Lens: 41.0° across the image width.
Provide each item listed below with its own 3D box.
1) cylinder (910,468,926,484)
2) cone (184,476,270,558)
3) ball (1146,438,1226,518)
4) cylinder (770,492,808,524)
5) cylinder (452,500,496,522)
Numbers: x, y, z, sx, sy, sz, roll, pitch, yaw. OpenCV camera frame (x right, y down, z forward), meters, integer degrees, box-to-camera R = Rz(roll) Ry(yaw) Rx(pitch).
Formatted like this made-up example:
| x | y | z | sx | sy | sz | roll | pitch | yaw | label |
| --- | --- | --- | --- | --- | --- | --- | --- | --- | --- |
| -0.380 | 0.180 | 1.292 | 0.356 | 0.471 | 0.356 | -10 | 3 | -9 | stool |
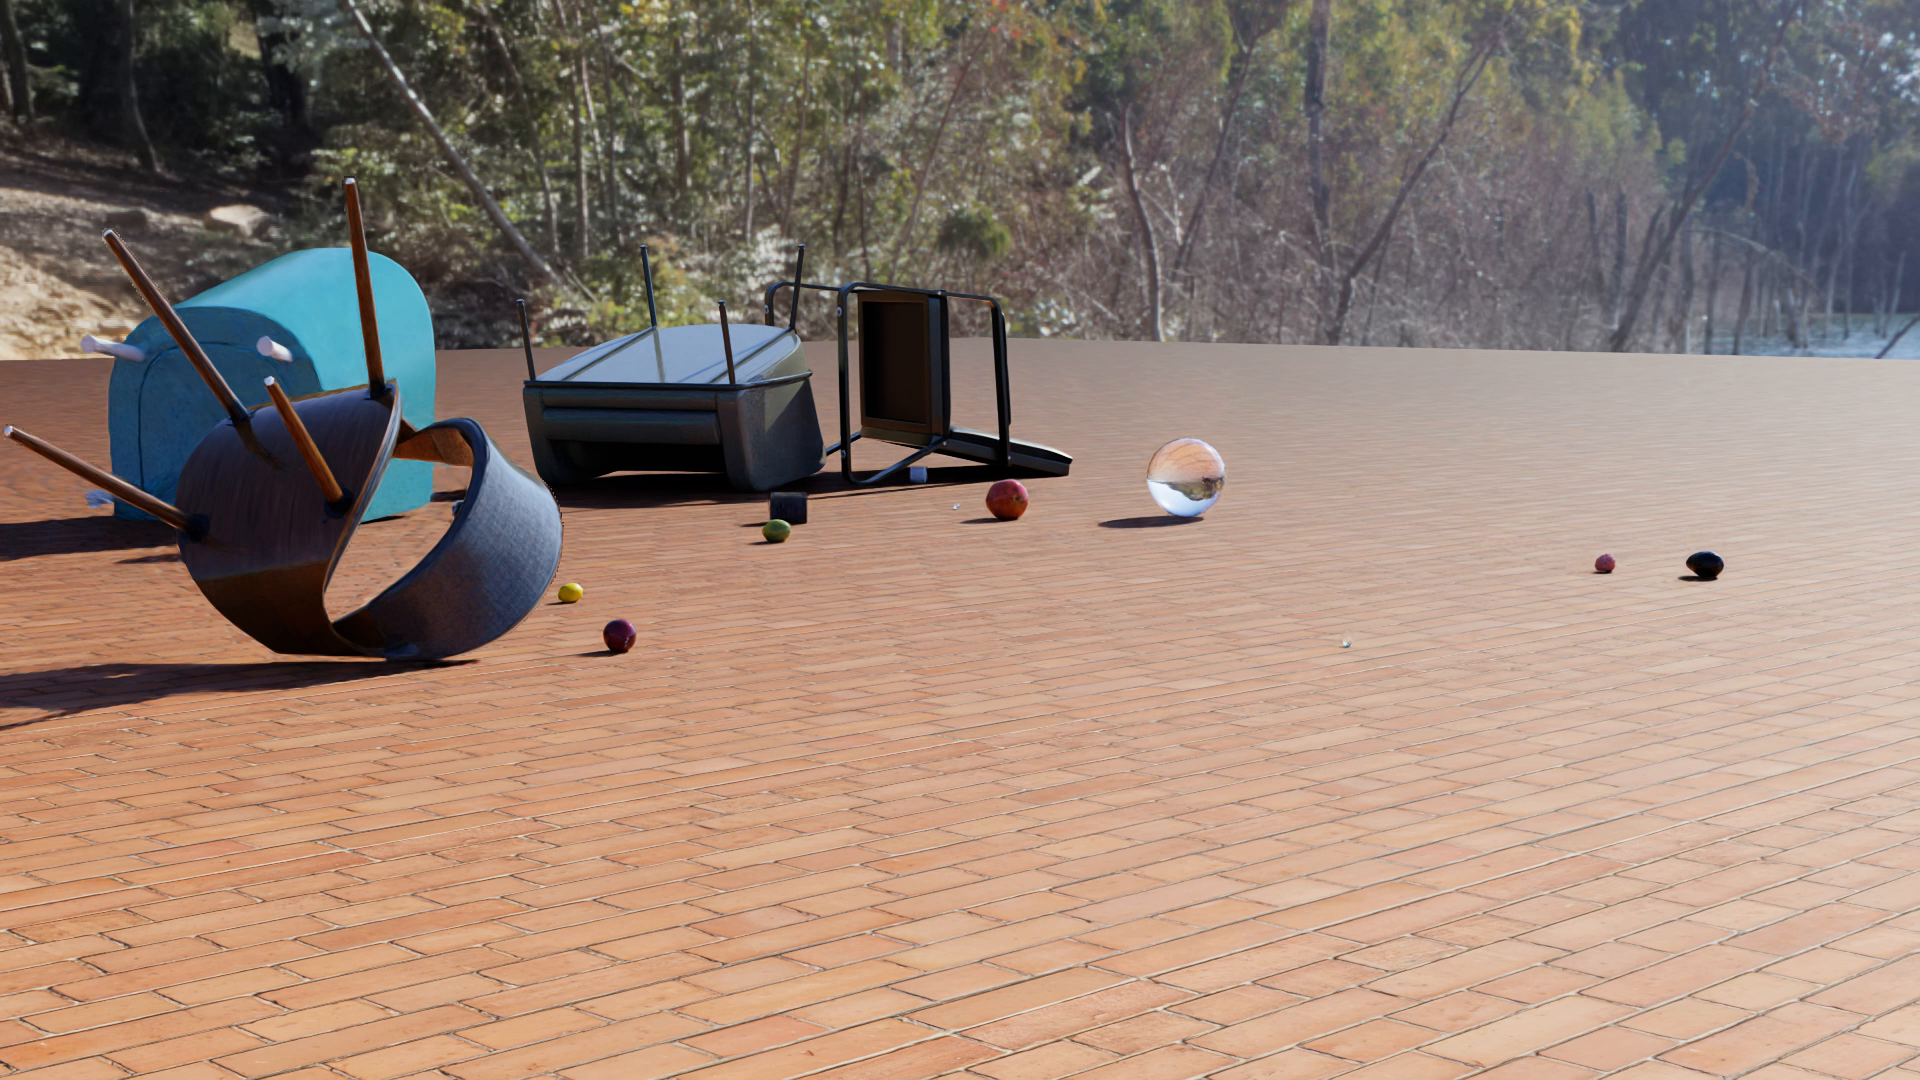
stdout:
| x | y | z | sx | sy | sz | roll | pitch | yaw | label |
| --- | --- | --- | --- | --- | --- | --- | --- | --- | --- |
| -0.133 | -0.205 | 8.164 | 0.046 | 0.049 | 0.045 | -1 | 24 | 11 | cylinder |
| -1.708 | -0.012 | 6.072 | 0.203 | 0.212 | 0.206 | 49 | -2 | 45 | cone |
| 0.618 | -0.171 | 7.011 | 0.217 | 0.217 | 0.217 | 0 | 6 | 0 | ball |
| -0.458 | -0.088 | 6.855 | 0.096 | 0.075 | 0.096 | -1 | 44 | -6 | cylinder |
| -1.310 | -0.079 | 6.923 | 0.107 | 0.054 | 0.050 | 2 | -23 | 22 | cylinder |
